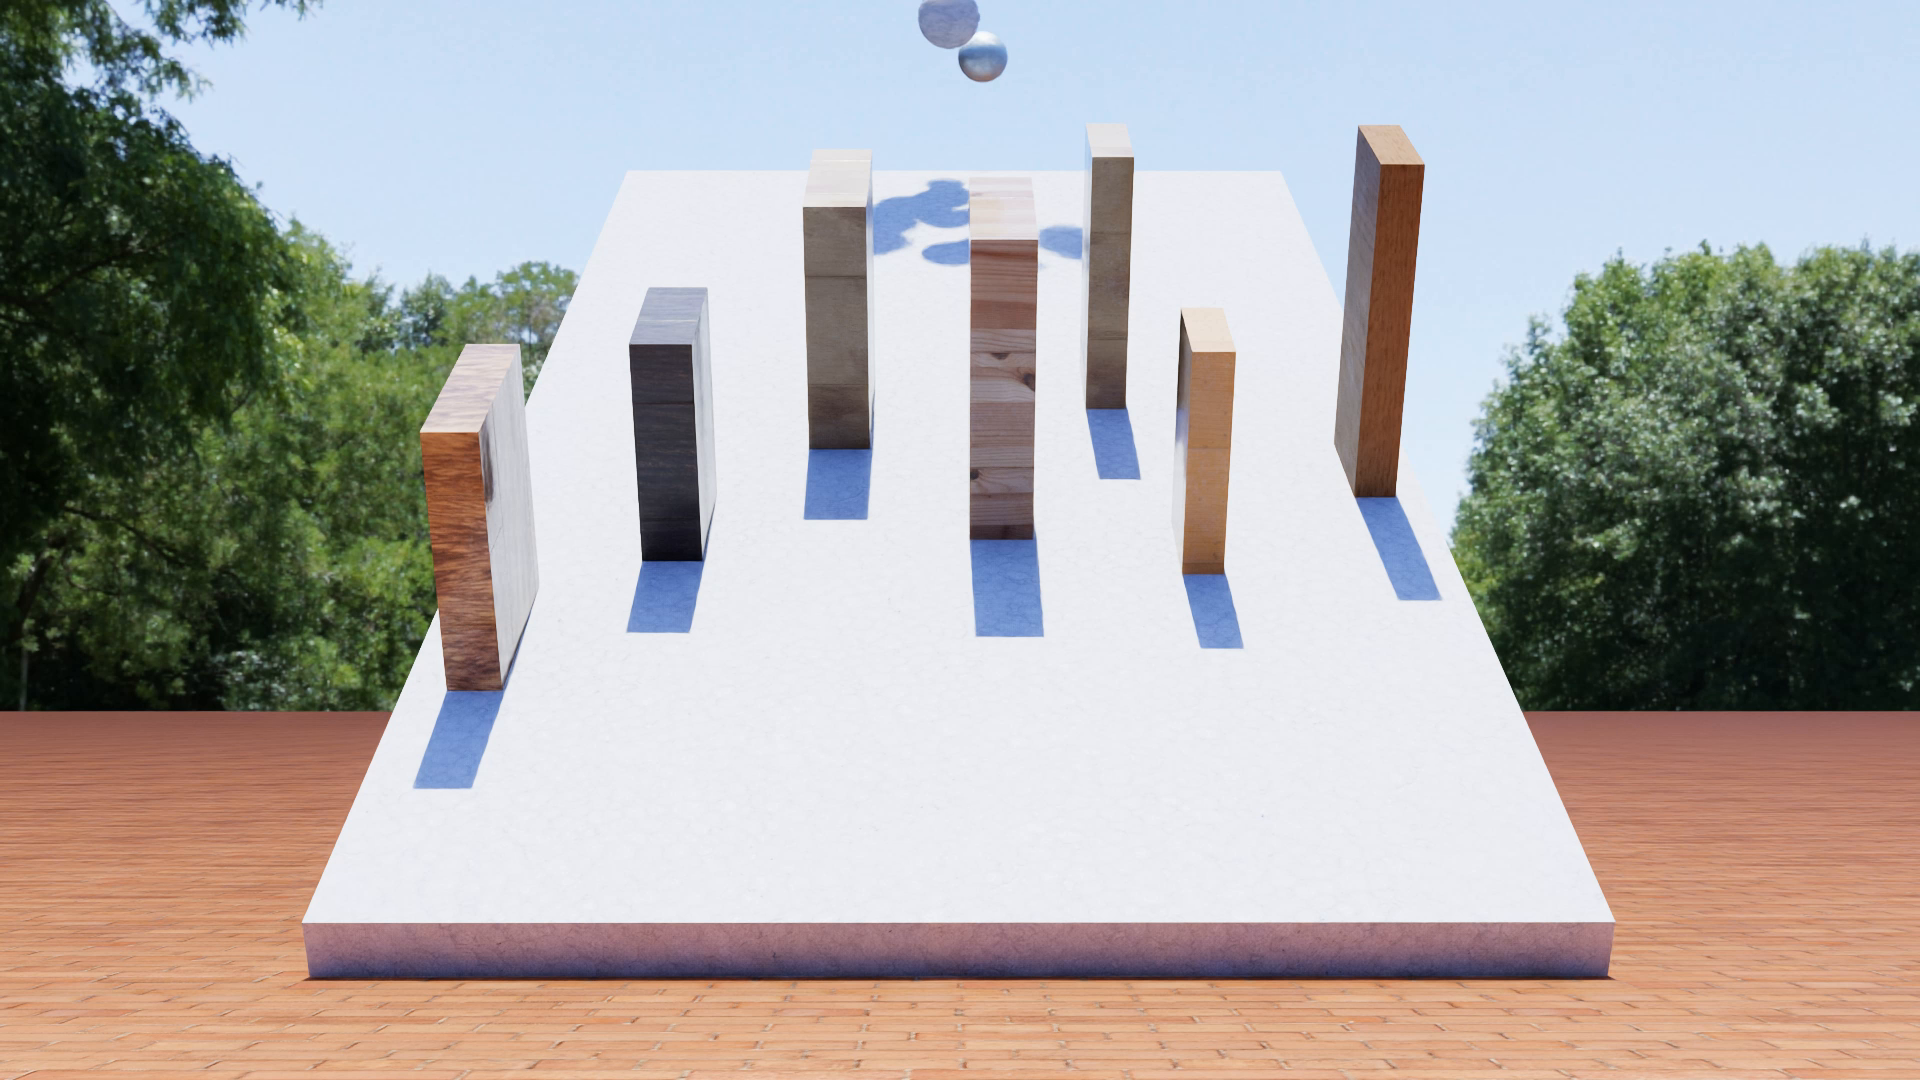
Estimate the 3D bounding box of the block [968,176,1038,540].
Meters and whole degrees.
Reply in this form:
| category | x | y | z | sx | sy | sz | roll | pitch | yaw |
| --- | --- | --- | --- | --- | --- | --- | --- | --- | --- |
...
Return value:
| category | x | y | z | sx | sy | sz | roll | pitch | yaw |
| --- | --- | --- | --- | --- | --- | --- | --- | --- | --- |
| block | 0.084 | -0.380 | 4.854 | 0.131 | 0.641 | 0.418 | 0 | 25 | 0 |

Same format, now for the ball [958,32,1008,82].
| category | x | y | z | sx | sy | sz | roll | pitch | yaw |
| --- | --- | --- | --- | --- | --- | --- | --- | --- | --- |
| ball | 0.072 | -1.502 | 7.302 | 0.155 | 0.155 | 0.155 | 0 | -4 | 0 |

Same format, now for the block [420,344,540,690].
| category | x | y | z | sx | sy | sz | roll | pitch | yaw |
| --- | --- | --- | --- | --- | --- | --- | --- | --- | --- |
| block | -0.874 | -0.048 | 4.308 | 0.100 | 0.504 | 0.427 | 0 | 25 | 0 |

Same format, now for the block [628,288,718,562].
| category | x | y | z | sx | sy | sz | roll | pitch | yaw |
| --- | --- | --- | --- | --- | --- | --- | --- | --- | --- |
| block | -0.578 | -0.238 | 4.758 | 0.121 | 0.464 | 0.332 | 0 | 25 | 0 |

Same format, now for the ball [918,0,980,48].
| category | x | y | z | sx | sy | sz | roll | pitch | yaw |
| --- | --- | --- | --- | --- | --- | --- | --- | --- | --- |
| ball | -0.031 | -1.460 | 6.554 | 0.173 | 0.173 | 0.173 | 0 | -4 | 0 |

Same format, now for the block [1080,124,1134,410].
| category | x | y | z | sx | sy | sz | roll | pitch | yaw |
| --- | --- | --- | --- | --- | --- | --- | --- | --- | --- |
| block | 0.337 | -0.634 | 5.438 | 0.093 | 0.601 | 0.277 | 0 | 25 | 0 |

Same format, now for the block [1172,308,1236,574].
| category | x | y | z | sx | sy | sz | roll | pitch | yaw |
| --- | --- | --- | --- | --- | --- | --- | --- | --- | --- |
| block | 0.482 | -0.198 | 4.671 | 0.084 | 0.471 | 0.248 | 0 | 25 | 0 |

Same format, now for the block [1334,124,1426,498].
| category | x | y | z | sx | sy | sz | roll | pitch | yaw |
| --- | --- | --- | --- | --- | --- | --- | --- | --- | --- |
| block | 0.884 | -0.484 | 4.974 | 0.088 | 0.729 | 0.294 | 0 | 25 | 0 |

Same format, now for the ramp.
| category | x | y | z | sx | sy | sz | roll | pitch | yaw |
| --- | --- | --- | --- | --- | --- | --- | --- | --- | --- |
| ramp | -0.009 | -0.229 | 5.401 | 2.000 | 0.100 | 4.000 | 0 | 25 | 0 |

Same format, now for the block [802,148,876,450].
| category | x | y | z | sx | sy | sz | roll | pitch | yaw |
| --- | --- | --- | --- | --- | --- | --- | --- | --- | --- |
| block | -0.269 | -0.549 | 5.304 | 0.135 | 0.560 | 0.441 | 0 | 25 | 0 |
